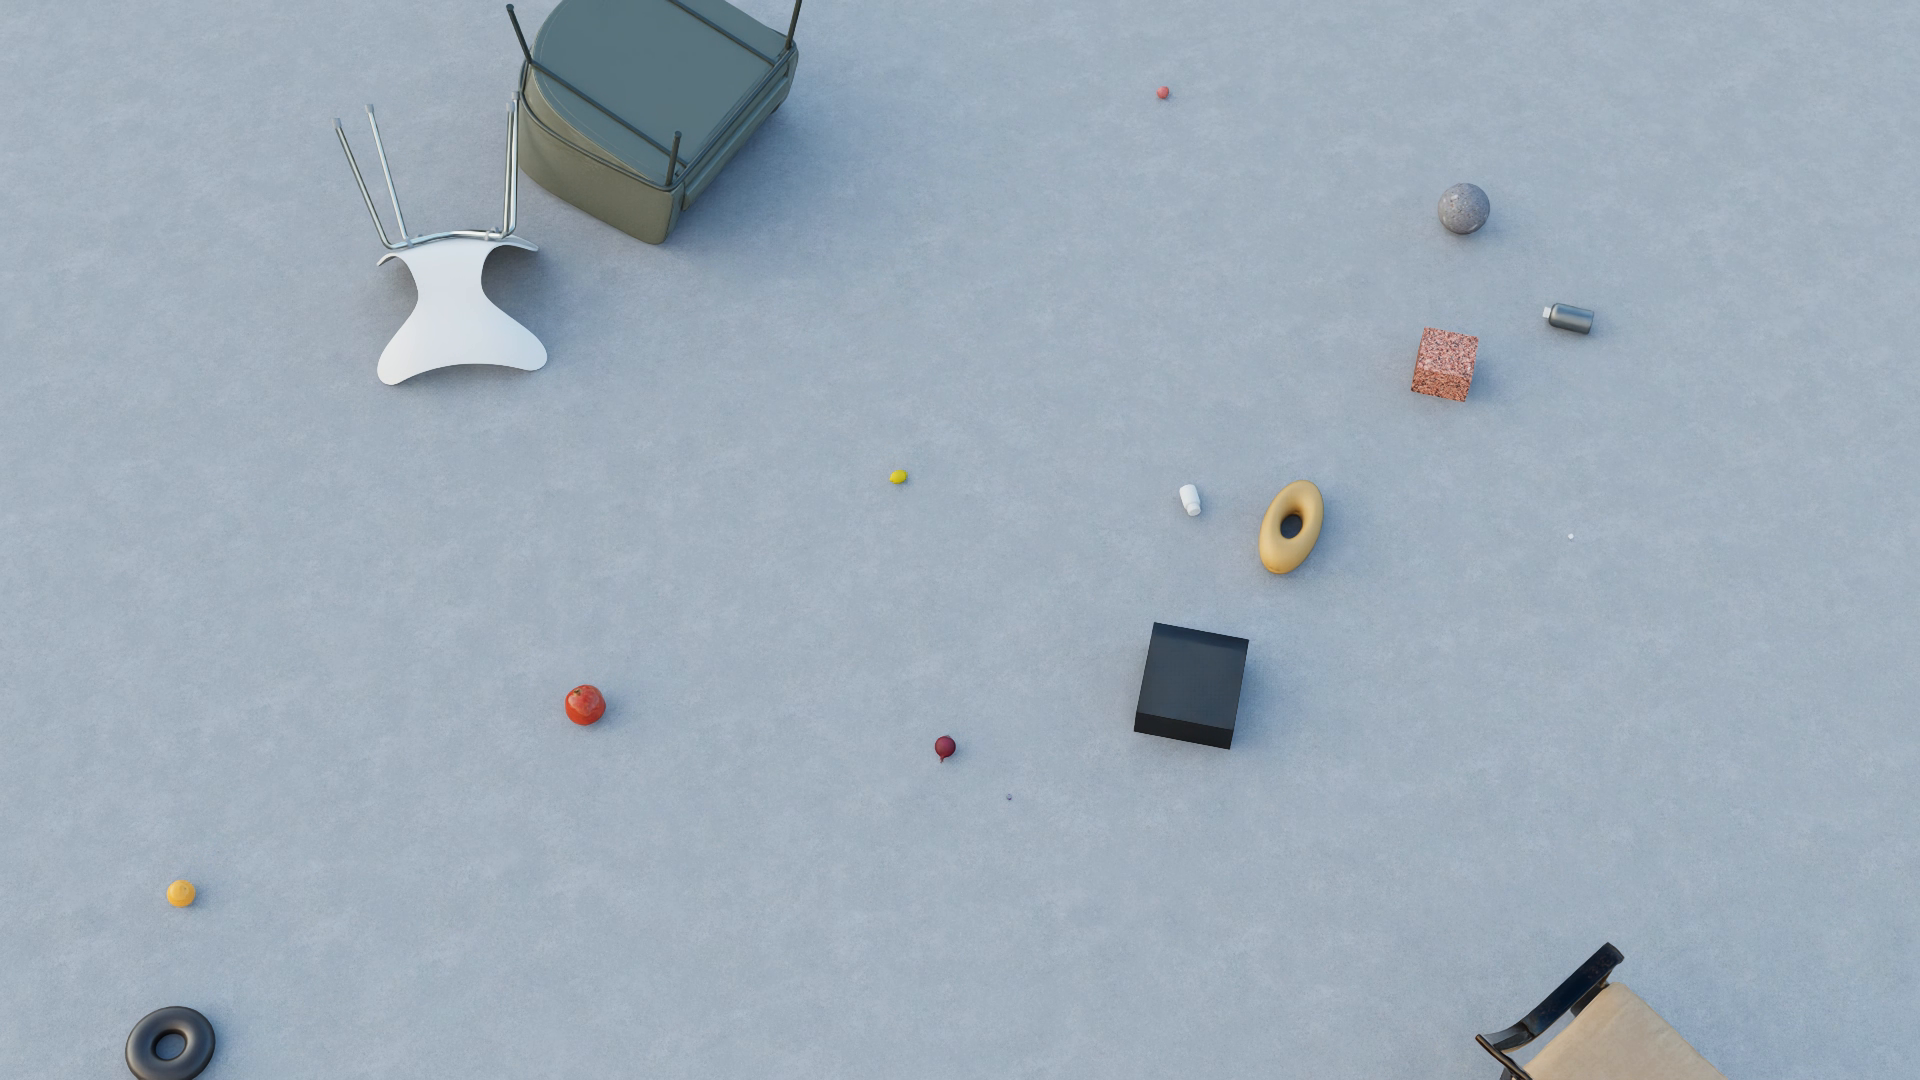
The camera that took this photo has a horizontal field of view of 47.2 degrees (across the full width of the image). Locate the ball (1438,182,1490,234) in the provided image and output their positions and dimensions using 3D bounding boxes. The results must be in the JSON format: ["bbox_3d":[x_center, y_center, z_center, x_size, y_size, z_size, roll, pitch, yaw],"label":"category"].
[{"bbox_3d":[1.650,-1.085,7.201,0.168,0.168,0.168,0,56,0],"label":"ball"}]

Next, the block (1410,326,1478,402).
[{"bbox_3d":[1.515,-0.549,6.872,0.170,0.117,0.170,12,57,8],"label":"block"}]

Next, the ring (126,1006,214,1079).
[{"bbox_3d":[-2.034,1.304,5.663,0.228,0.060,0.217,11,56,6],"label":"ring"}]

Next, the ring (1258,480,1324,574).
[{"bbox_3d":[0.985,-0.040,6.537,0.172,0.108,0.334,20,59,11],"label":"ring"}]

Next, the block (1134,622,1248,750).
[{"bbox_3d":[0.656,0.412,6.230,0.274,0.113,0.301,10,57,7],"label":"block"}]
